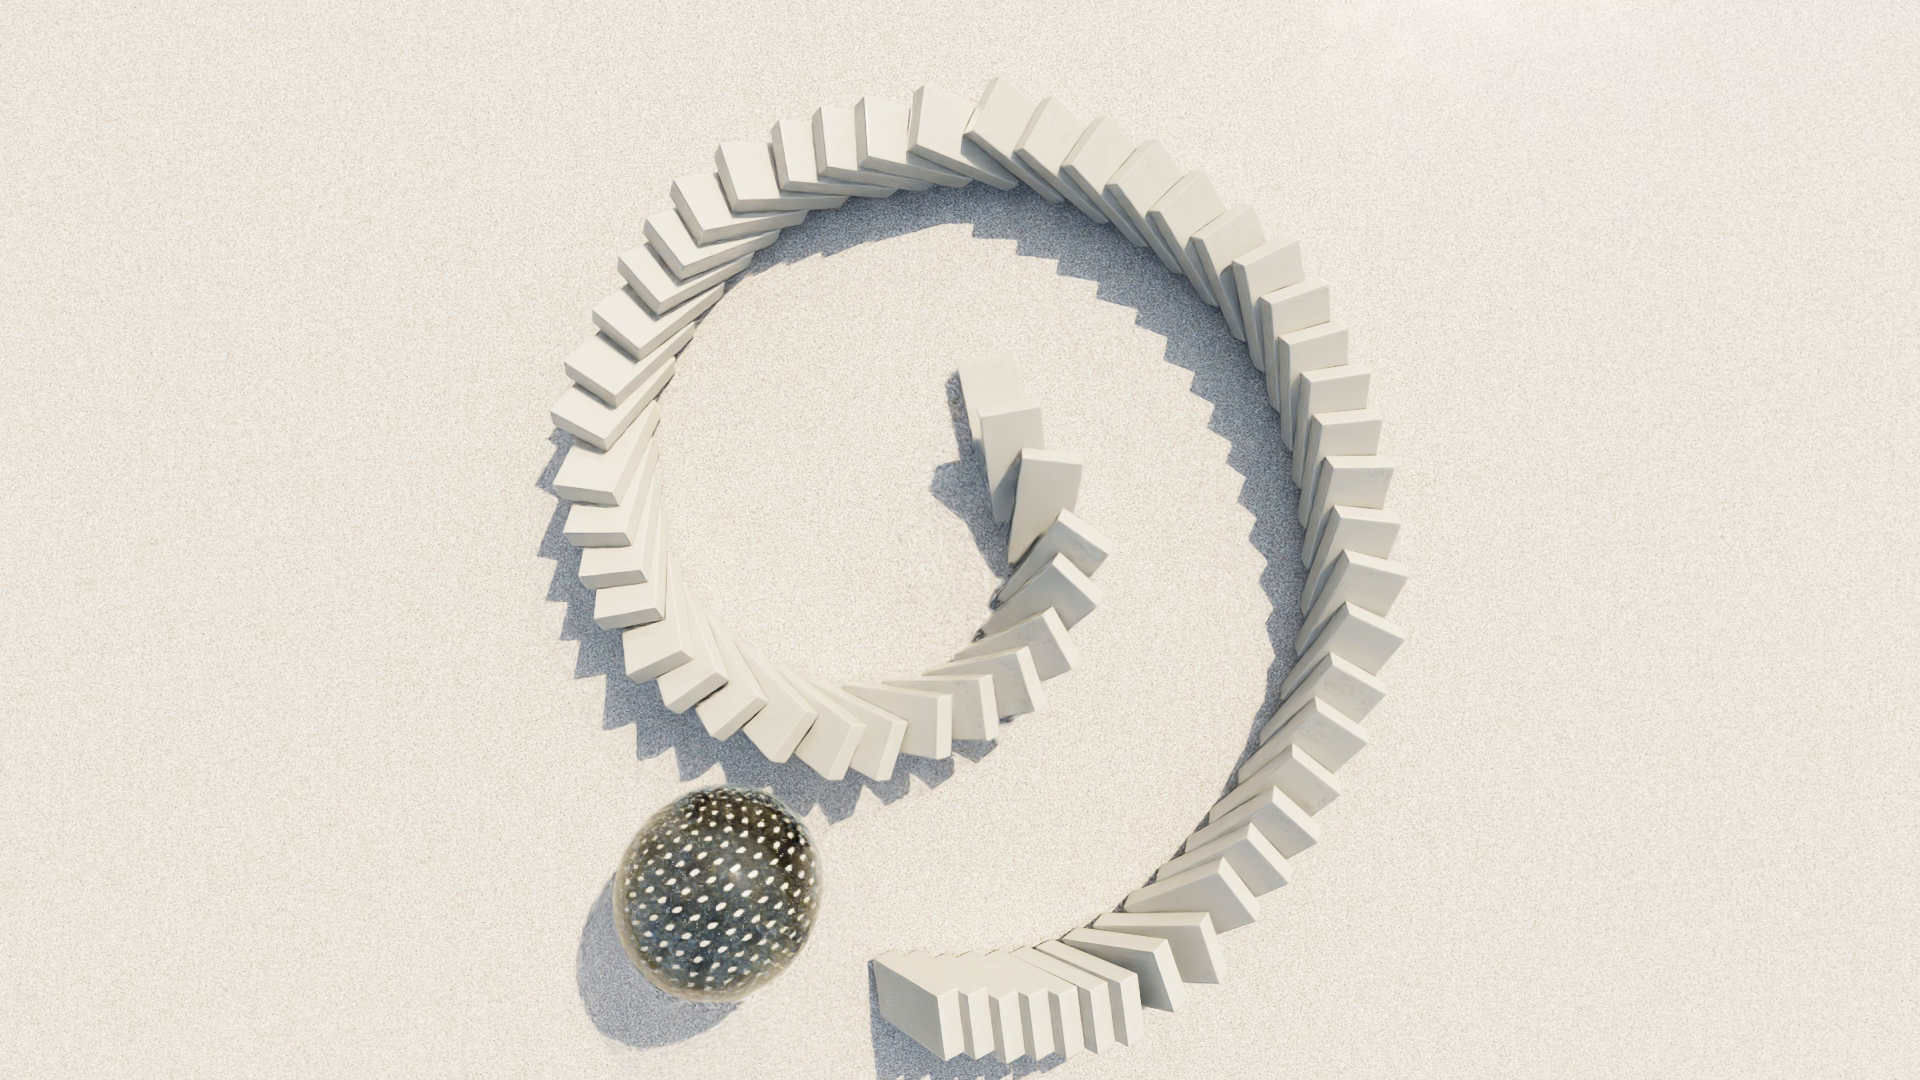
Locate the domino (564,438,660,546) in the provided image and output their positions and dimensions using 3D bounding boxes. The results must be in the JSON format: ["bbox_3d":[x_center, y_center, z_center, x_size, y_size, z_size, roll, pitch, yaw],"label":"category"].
[{"bbox_3d":[-0.144,-0.021,0.381,0.025,0.009,0.050,0,55,3],"label":"domino"}]

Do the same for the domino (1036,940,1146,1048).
[{"bbox_3d":[0.053,0.185,0.377,0.010,0.050,0.025,-7,90,-36],"label":"domino"}]

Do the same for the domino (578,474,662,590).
[{"bbox_3d":[-0.141,-0.004,0.381,0.025,0.010,0.050,-6,54,1],"label":"domino"}]

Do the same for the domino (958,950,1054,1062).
[{"bbox_3d":[0.018,0.190,0.377,0.009,0.050,0.025,-7,90,-35],"label":"domino"}]

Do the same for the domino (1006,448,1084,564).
[{"bbox_3d":[0.035,-0.013,0.383,0.025,0.009,0.050,6,120,-1],"label":"domino"}]

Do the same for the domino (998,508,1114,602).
[{"bbox_3d":[0.039,0.013,0.381,0.025,0.010,0.050,34,126,0],"label":"domino"}]

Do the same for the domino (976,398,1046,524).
[{"bbox_3d":[0.023,-0.033,0.383,0.025,0.009,0.050,-10,121,-1],"label":"domino"}]

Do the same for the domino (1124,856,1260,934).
[{"bbox_3d":[0.096,0.153,0.382,0.050,0.009,0.025,-38,90,34],"label":"domino"}]

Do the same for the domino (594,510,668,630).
[{"bbox_3d":[-0.136,0.012,0.382,0.025,0.010,0.050,-11,54,0],"label":"domino"}]

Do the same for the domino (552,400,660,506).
[{"bbox_3d":[-0.146,-0.038,0.381,0.025,0.009,0.050,7,56,5],"label":"domino"}]

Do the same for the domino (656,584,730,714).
[{"bbox_3d":[-0.116,0.044,0.381,0.025,0.009,0.050,-35,53,2],"label":"domino"}]

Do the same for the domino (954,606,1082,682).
[{"bbox_3d":[0.023,0.049,0.382,0.050,0.010,0.025,-29,90,35],"label":"domino"}]

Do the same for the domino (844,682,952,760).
[{"bbox_3d":[-0.027,0.075,0.382,0.050,0.010,0.025,1,90,34],"label":"domino"}]

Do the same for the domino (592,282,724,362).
[{"bbox_3d":[-0.126,-0.099,0.383,0.025,0.009,0.050,40,60,0],"label":"domino"}]

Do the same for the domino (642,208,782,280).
[{"bbox_3d":[-0.103,-0.129,0.381,0.050,0.009,0.025,-37,87,-35],"label":"domino"}]

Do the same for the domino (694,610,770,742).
[{"bbox_3d":[-0.102,0.056,0.383,0.025,0.009,0.050,-41,58,0],"label":"domino"}]

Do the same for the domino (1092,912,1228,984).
[{"bbox_3d":[0.083,0.169,0.381,0.050,0.009,0.025,-18,91,36],"label":"domino"}]

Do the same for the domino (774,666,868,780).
[{"bbox_3d":[-0.064,0.076,0.381,0.050,0.009,0.025,28,95,34],"label":"domino"}]

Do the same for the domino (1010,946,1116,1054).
[{"bbox_3d":[0.041,0.188,0.377,0.010,0.050,0.025,-7,90,-36],"label":"domino"}]

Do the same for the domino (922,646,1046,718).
[{"bbox_3d":[0.009,0.062,0.382,0.050,0.010,0.025,-17,91,35],"label":"domino"}]

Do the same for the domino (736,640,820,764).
[{"bbox_3d":[-0.083,0.067,0.382,0.050,0.009,0.025,36,92,33],"label":"domino"}]

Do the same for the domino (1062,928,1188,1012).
[{"bbox_3d":[0.067,0.176,0.378,0.009,0.050,0.025,-19,90,-42],"label":"domino"}]

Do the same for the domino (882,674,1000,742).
[{"bbox_3d":[-0.009,0.070,0.382,0.050,0.010,0.025,-7,90,34],"label":"domino"}]

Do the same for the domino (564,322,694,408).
[{"bbox_3d":[-0.137,-0.080,0.383,0.025,0.010,0.050,33,59,1],"label":"domino"}]

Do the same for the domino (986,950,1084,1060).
[{"bbox_3d":[0.029,0.190,0.377,0.009,0.050,0.025,-7,90,-35],"label":"domino"}]

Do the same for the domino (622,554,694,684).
[{"bbox_3d":[-0.127,0.032,0.380,0.025,0.010,0.050,-25,54,5],"label":"domino"}]

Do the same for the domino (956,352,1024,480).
[{"bbox_3d":[0.016,-0.053,0.395,0.025,0.009,0.050,-12,90,0],"label":"domino"}]

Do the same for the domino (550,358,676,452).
[{"bbox_3d":[-0.144,-0.063,0.383,0.025,0.009,0.050,28,58,0],"label":"domino"}]

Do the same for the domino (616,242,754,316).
[{"bbox_3d":[-0.114,-0.116,0.383,0.025,0.009,0.050,48,58,0],"label":"domino"}]

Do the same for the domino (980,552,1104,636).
[{"bbox_3d":[0.034,0.030,0.381,0.025,0.010,0.050,43,127,-2],"label":"domino"}]

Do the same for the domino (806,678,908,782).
[{"bbox_3d":[-0.047,0.078,0.382,0.050,0.009,0.025,18,91,34],"label":"domino"}]
